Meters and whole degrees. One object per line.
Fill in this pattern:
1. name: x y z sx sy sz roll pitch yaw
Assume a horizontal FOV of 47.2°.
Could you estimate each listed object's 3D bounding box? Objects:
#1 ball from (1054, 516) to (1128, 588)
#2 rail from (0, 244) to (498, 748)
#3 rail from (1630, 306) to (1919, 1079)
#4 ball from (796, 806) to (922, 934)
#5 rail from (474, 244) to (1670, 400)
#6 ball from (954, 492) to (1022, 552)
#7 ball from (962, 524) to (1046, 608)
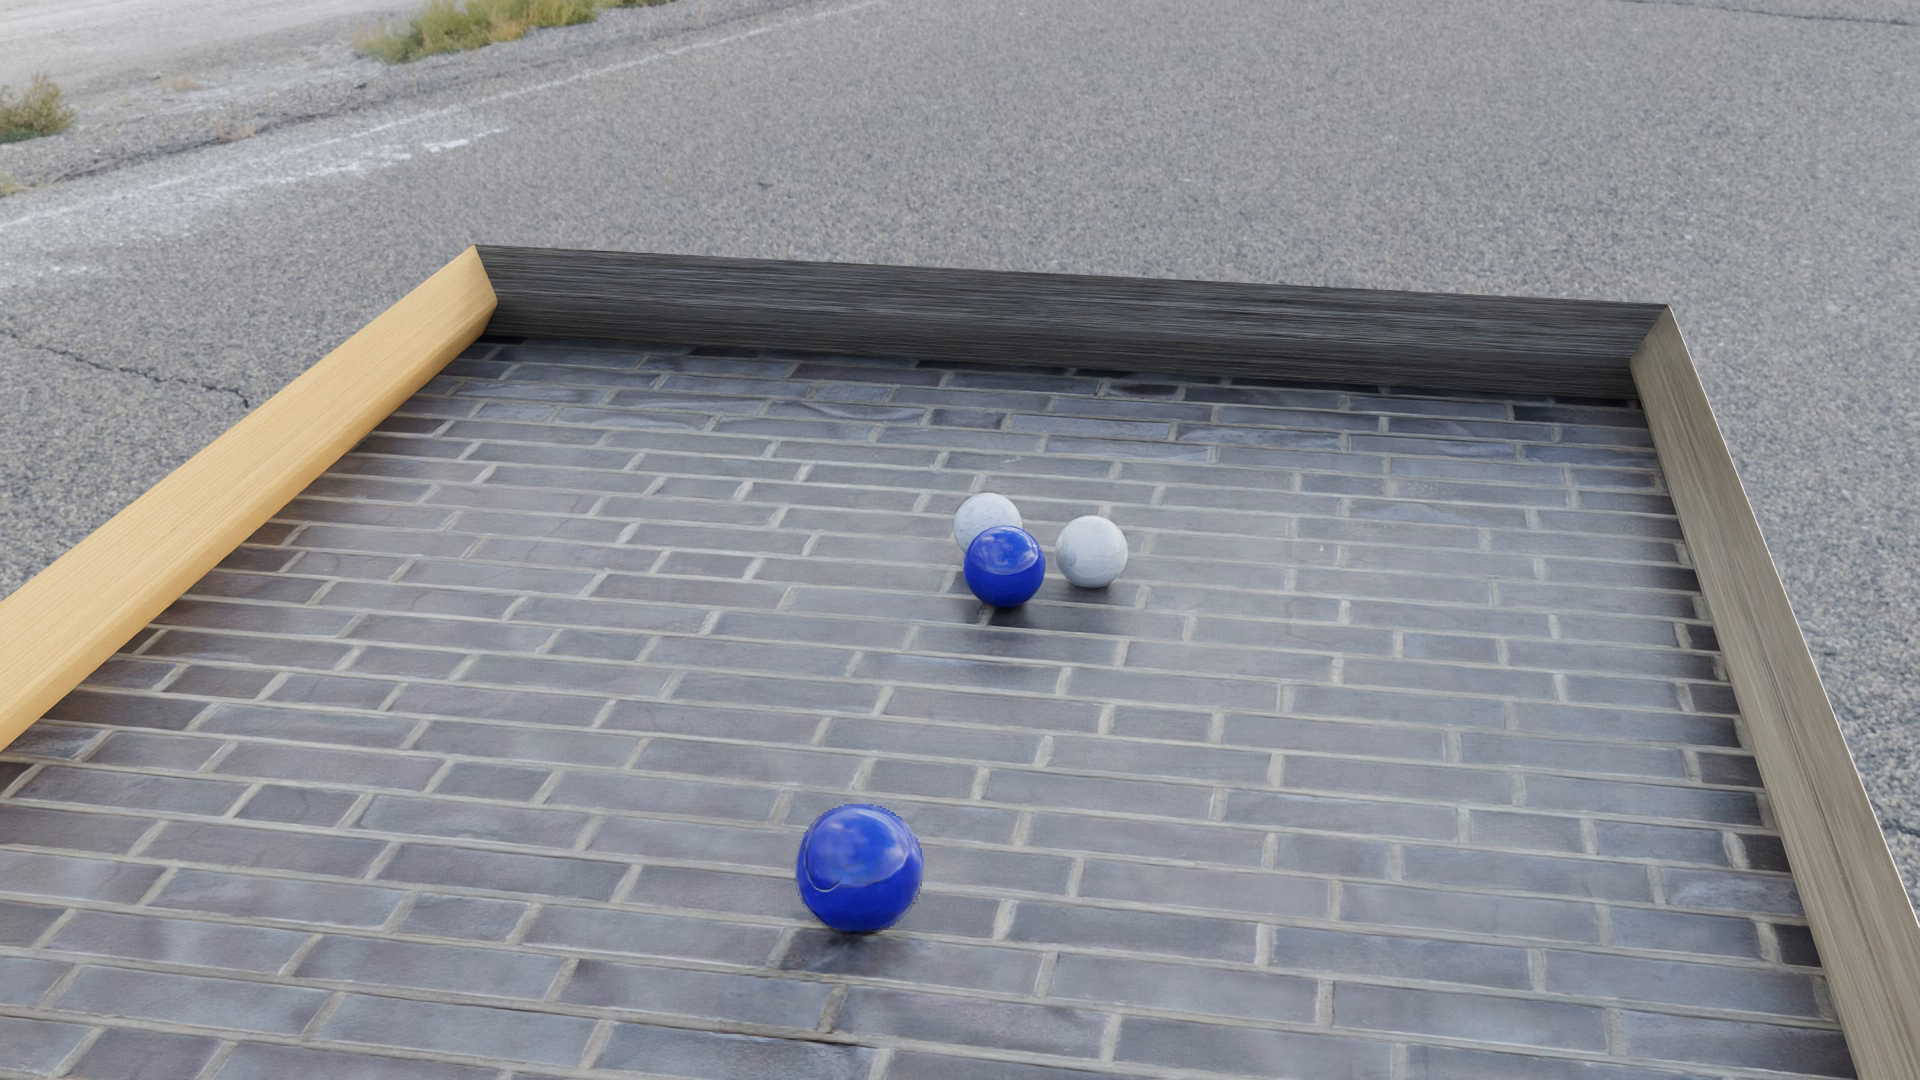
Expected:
1. ball: 0.133 0.012 2.235 0.075 0.075 0.075 0 24 0
2. rail: -0.847 0.188 1.774 0.045 0.125 2.621 4 24 9
3. rail: 0.626 0.290 1.543 0.045 0.125 2.621 4 24 9
4. ball: -0.077 0.250 1.671 0.096 0.096 0.096 0 24 0
5. rail: 0.106 -0.275 2.818 1.543 0.125 0.045 4 24 9
6. ball: 0.029 -0.013 2.294 0.072 0.072 0.072 0 24 0
7. ball: 0.044 0.026 2.192 0.083 0.083 0.083 0 24 0
